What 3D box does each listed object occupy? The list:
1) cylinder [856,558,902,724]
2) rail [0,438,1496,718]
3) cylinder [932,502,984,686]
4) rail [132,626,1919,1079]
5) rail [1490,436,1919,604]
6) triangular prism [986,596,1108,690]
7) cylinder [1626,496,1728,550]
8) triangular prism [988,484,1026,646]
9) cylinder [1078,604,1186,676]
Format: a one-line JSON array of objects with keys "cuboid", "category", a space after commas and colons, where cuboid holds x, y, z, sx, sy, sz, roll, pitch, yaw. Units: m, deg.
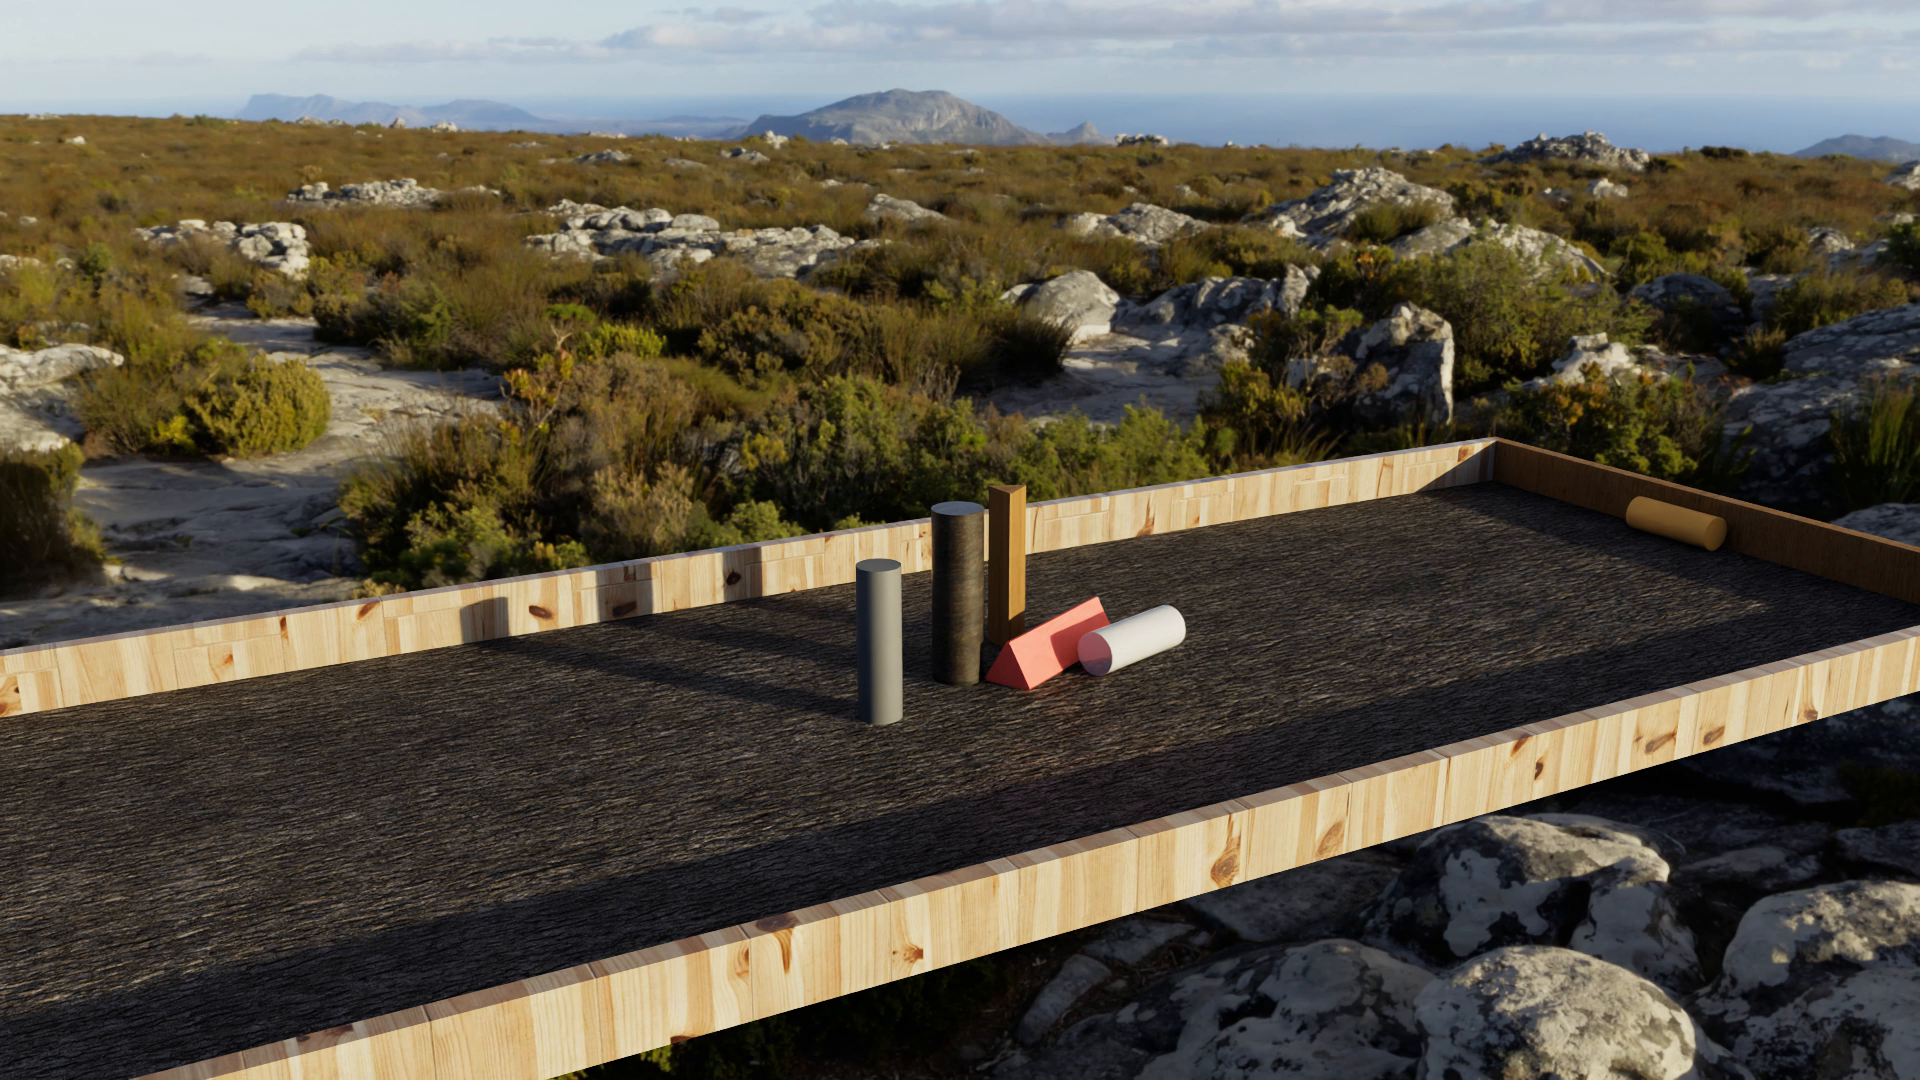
[{"cuboid": [-0.189, 0.238, 3.876, 0.106, 0.376, 0.106, 0, 16, 0], "category": "cylinder"}, {"cuboid": [-3.305, 0.497, 3.399, 12.000, 0.150, 0.050, -9, 18, -27], "category": "rail"}, {"cuboid": [-0.006, 0.134, 4.117, 0.131, 0.442, 0.131, 0, 16, 0], "category": "cylinder"}, {"cuboid": [-2.336, 1.006, 1.665, 12.000, 0.150, 0.050, -9, 18, -27], "category": "rail"}, {"cuboid": [2.466, -0.048, 5.253, 0.050, 0.150, 2.100, -9, 18, -27], "category": "rail"}, {"cuboid": [0.242, 0.255, 4.273, 0.131, 0.113, 0.438, 11, 20, 33], "category": "triangular prism"}, {"cuboid": [2.322, -0.056, 5.352, 0.109, 0.109, 0.300, -9, 19, -27], "category": "cylinder"}, {"cuboid": [0.138, 0.068, 4.365, 0.084, 0.428, 0.097, -11, 20, -34], "category": "triangular prism"}, {"cuboid": [0.447, 0.258, 4.273, 0.115, 0.115, 0.302, 15, 22, 42], "category": "cylinder"}]
